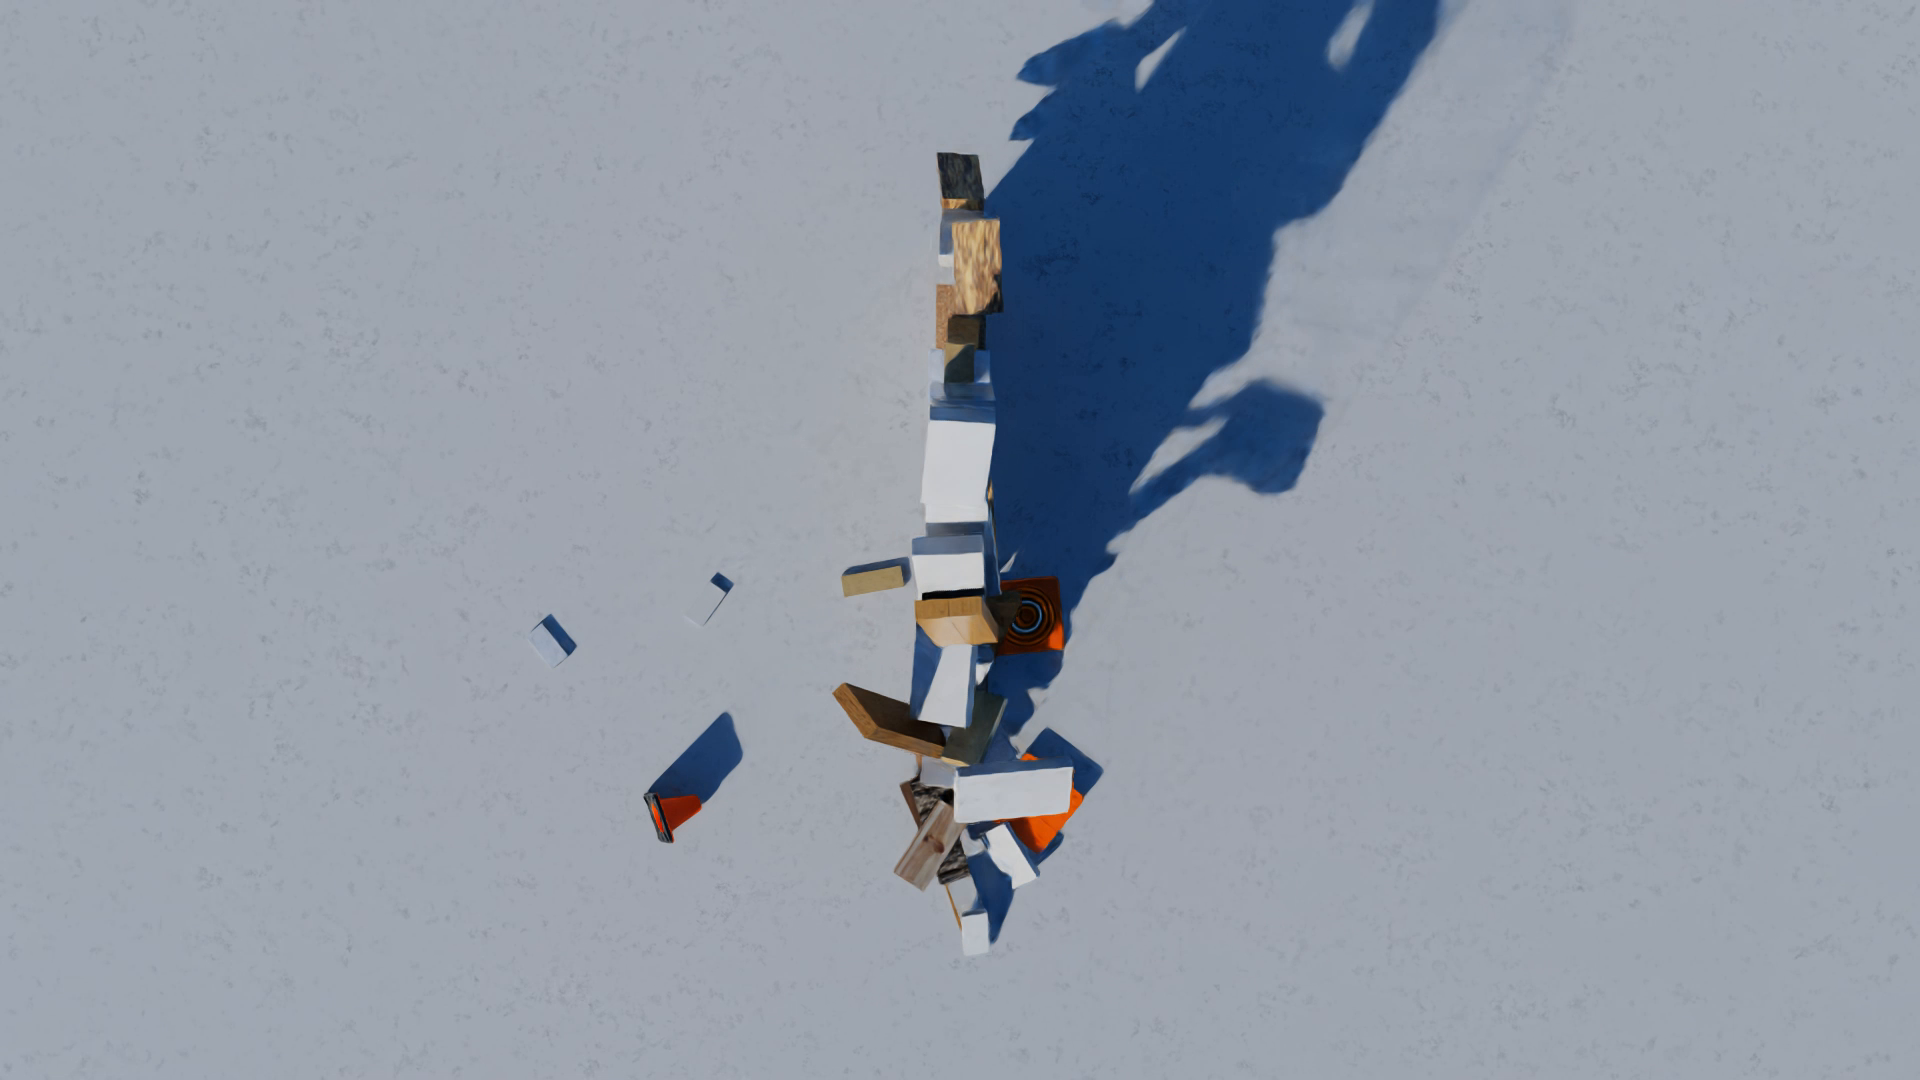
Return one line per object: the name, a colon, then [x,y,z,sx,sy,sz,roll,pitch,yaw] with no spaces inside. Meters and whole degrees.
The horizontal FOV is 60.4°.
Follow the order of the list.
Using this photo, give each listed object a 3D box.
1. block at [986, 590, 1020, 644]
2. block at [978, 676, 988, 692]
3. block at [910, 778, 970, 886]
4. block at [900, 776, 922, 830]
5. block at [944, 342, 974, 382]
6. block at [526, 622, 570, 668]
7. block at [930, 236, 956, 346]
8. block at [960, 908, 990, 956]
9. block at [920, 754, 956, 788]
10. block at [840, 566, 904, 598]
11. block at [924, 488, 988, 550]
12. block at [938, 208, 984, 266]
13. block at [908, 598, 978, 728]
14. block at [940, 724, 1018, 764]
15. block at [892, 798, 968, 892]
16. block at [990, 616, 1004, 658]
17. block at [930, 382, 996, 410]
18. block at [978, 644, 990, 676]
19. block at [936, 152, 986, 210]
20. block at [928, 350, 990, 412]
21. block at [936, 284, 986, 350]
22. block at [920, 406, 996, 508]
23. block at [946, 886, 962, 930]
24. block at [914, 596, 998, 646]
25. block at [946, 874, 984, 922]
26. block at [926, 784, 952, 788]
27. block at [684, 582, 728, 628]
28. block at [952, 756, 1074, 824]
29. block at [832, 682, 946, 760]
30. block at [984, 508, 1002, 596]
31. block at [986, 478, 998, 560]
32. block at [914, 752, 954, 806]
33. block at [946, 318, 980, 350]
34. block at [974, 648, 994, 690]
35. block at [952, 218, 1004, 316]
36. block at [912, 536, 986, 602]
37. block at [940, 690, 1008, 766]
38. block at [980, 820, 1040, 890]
block: [0.082,0.230,4.971,0.143,0.285,0.040,4,62,-9]
block: [0.027,0.371,5.191,0.124,0.035,0.247,-2,108,-4]
block: [-0.066,0.947,5.415,0.105,0.030,0.349,-16,89,-6]
block: [-0.105,0.887,5.453,0.110,0.031,0.220,-24,90,2]
block: [-0.002,-0.438,4.305,0.076,0.021,0.151,0,102,-1]
block: [-1.372,0.353,5.490,0.070,0.020,0.140,-39,90,0]
block: [-0.005,-0.777,5.138,0.168,0.048,0.336,-1,90,0]
block: [0.051,1.294,5.443,0.085,0.024,0.170,-7,119,-8]
block: [-0.025,0.623,5.321,0.171,0.048,0.342,7,80,0]
block: [-0.291,0.138,5.490,0.202,0.020,0.070,-10,90,0]
block: [-0.012,-0.019,4.291,0.157,0.315,0.045,0,53,-2]
block: [0.007,-0.951,5.087,0.133,0.546,0.038,0,118,1]
block: [-0.043,0.351,4.809,0.179,0.051,0.364,7,97,22]
block: [0.052,0.612,5.014,0.171,0.342,0.048,-22,121,-4]
block: [-0.093,0.994,5.377,0.119,0.034,0.280,33,85,-2]
block: [0.061,0.296,5.016,0.119,0.238,0.034,1,62,-5]
block: [0.004,-0.349,4.108,0.158,0.400,0.045,1,102,-1]
block: [0.031,0.347,5.034,0.119,0.238,0.034,1,62,1]
block: [0.000,-1.133,5.205,0.133,0.265,0.038,2,134,-8]
block: [-0.004,-0.352,4.500,0.165,0.047,0.330,1,90,0]
block: [0.002,-0.599,4.806,0.144,0.041,0.287,1,91,0]
block: [-0.007,-0.199,3.995,0.157,0.315,0.045,4,53,-3]
block: [0.014,1.200,5.488,0.085,0.024,0.170,-19,90,0]
block: [-0.006,0.226,4.519,0.179,0.357,0.051,-4,74,7]
block: [0.026,1.204,5.464,0.085,0.024,0.170,-21,90,0]
block: [-0.016,0.642,5.417,0.171,0.048,0.342,4,76,0]
block: [-0.846,0.213,5.490,0.070,0.020,0.140,36,90,0]
block: [0.155,0.736,4.850,0.342,0.048,0.171,-4,120,-11]
block: [-0.171,0.557,4.963,0.048,0.670,0.171,-43,65,8]
block: [0.044,0.037,4.658,0.113,0.032,0.249,-7,92,9]
block: [0.028,-0.055,4.736,0.143,0.040,0.285,-3,135,3]
block: [-0.074,0.780,5.484,0.110,0.031,0.221,-15,90,0]
block: [0.009,-0.580,4.705,0.089,0.177,0.025,2,125,0]
block: [0.016,0.396,5.040,0.120,0.294,0.034,11,63,-6]
block: [0.051,-0.772,4.662,0.133,0.038,0.266,-2,113,2]
block: [-0.025,0.092,4.343,0.179,0.357,0.051,-2,64,2]
block: [0.043,0.562,4.904,0.120,0.034,0.239,11,58,22]
block: [0.164,1.042,5.459,0.105,0.030,0.211,-30,93,25]
